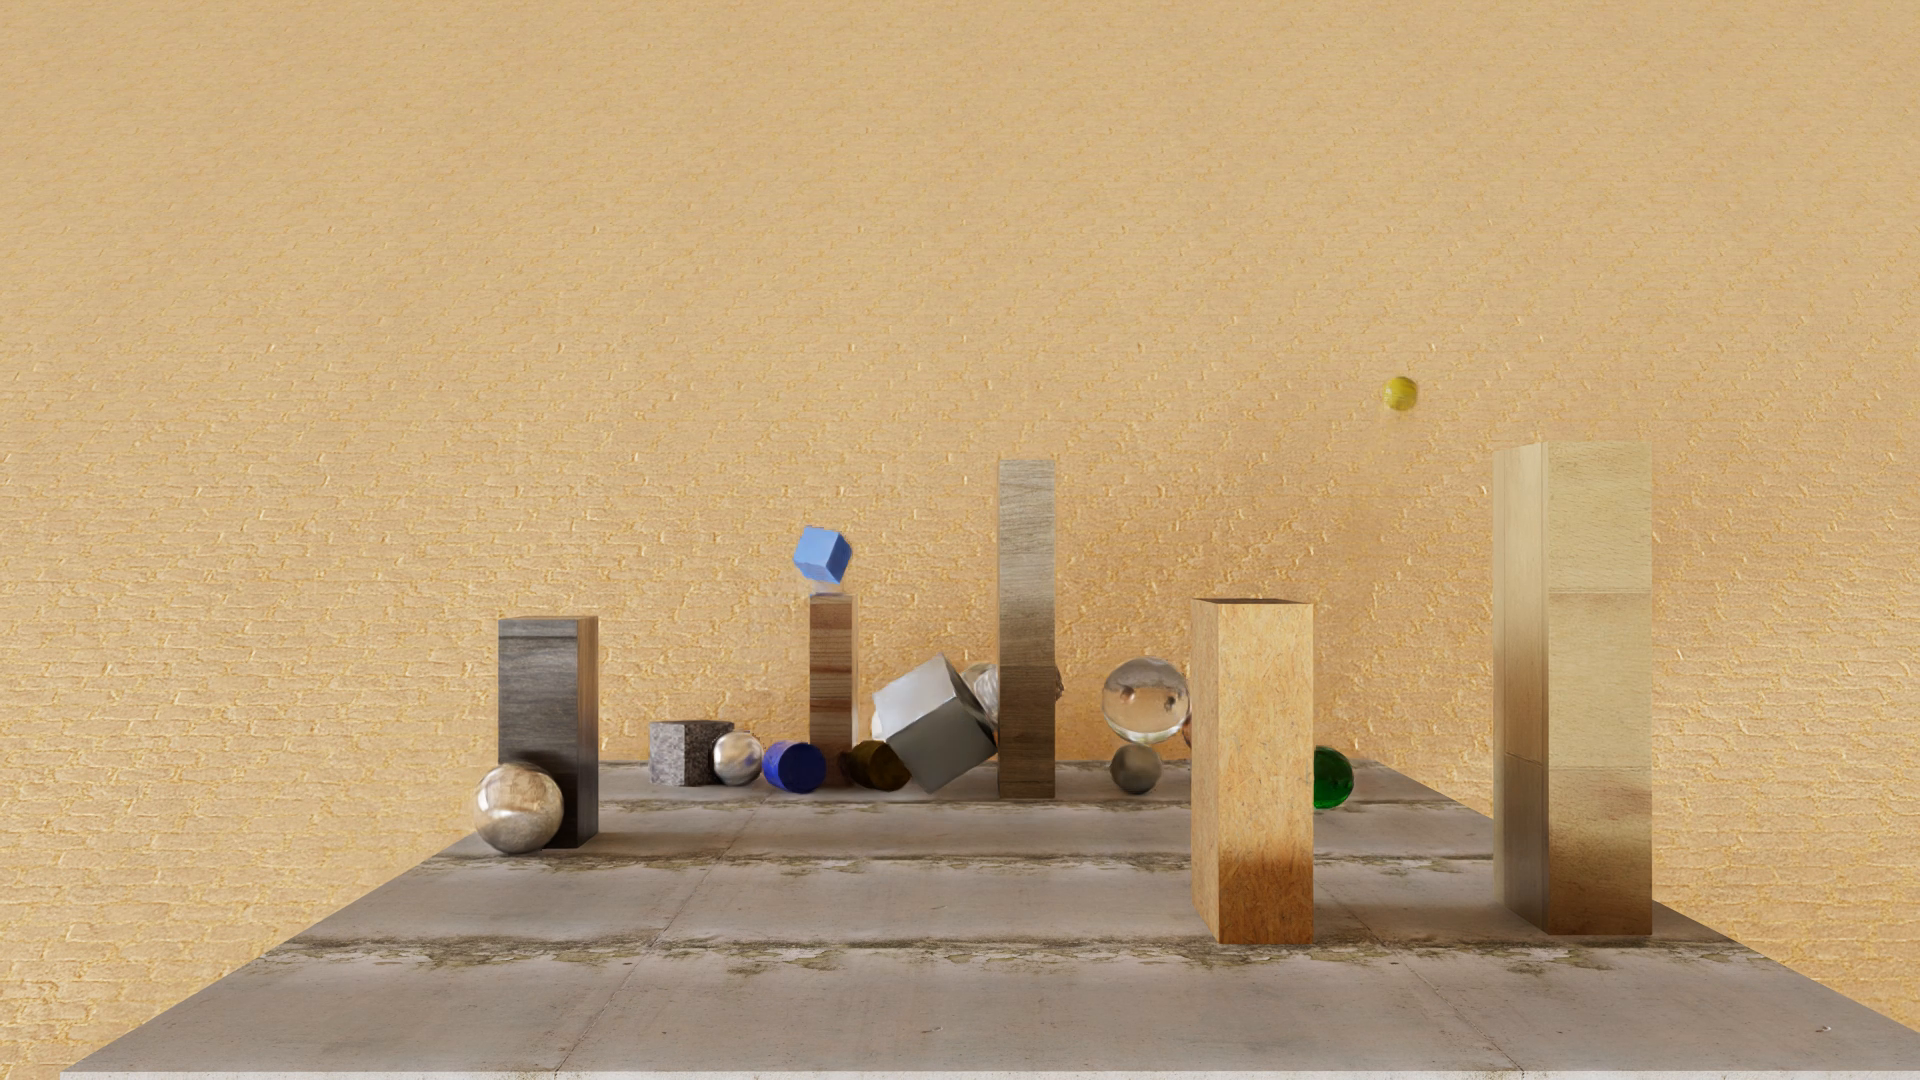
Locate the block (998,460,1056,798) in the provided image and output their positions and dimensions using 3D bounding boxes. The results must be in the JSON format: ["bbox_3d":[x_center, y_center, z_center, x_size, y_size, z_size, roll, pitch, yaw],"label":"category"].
[{"bbox_3d":[0.146,0.195,5.825,0.120,0.737,0.390,0,0,0],"label":"block"}]

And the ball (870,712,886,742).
[{"bbox_3d":[-0.149,0.485,6.700,0.164,0.164,0.164,0,31,0],"label":"ball"}]

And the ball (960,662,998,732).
[{"bbox_3d":[0.065,0.421,6.906,0.187,0.187,0.187,0,31,0],"label":"ball"}]

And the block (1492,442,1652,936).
[{"bbox_3d":[0.896,0.208,3.813,0.144,0.691,0.377,0,0,0],"label":"block"}]

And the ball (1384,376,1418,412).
[{"bbox_3d":[1.448,-0.479,8.496,0.115,0.115,0.115,0,31,0],"label":"ball"}]

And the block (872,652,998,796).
[{"bbox_3d":[-0.054,0.401,5.660,0.182,0.182,0.182,-32,30,7],"label":"block"}]

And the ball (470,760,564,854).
[{"bbox_3d":[-0.786,0.475,4.600,0.165,0.165,0.165,0,31,0],"label":"ball"}]

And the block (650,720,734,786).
[{"bbox_3d":[-0.623,0.494,6.008,0.141,0.141,0.141,0,0,-42],"label":"block"}]

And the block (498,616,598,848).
[{"bbox_3d":[-0.764,0.352,4.820,0.143,0.415,0.274,0,0,0],"label":"block"}]

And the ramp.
[{"bbox_3d":[0.068,0.608,4.676,2.000,0.100,4.000,0,0,0],"label":"ramp"}]

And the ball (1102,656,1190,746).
[{"bbox_3d":[0.415,0.360,5.784,0.198,0.198,0.198,0,31,0],"label":"ball"}]

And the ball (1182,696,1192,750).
[{"bbox_3d":[0.661,0.466,6.578,0.199,0.199,0.199,0,31,0],"label":"ball"}]

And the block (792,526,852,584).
[{"bbox_3d":[-0.401,0.045,7.549,0.112,0.112,0.112,10,66,26],"label":"block"}]

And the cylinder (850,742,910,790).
[{"bbox_3d":[-0.179,0.509,5.839,0.109,0.109,0.109,-14,2,-23],"label":"cylinder"}]

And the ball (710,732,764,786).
[{"bbox_3d":[-0.510,0.501,5.923,0.126,0.126,0.126,0,31,0],"label":"ball"}]

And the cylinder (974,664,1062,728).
[{"bbox_3d":[0.150,0.382,6.681,0.164,0.164,0.164,32,38,-30],"label":"cylinder"}]

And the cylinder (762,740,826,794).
[{"bbox_3d":[-0.371,0.507,5.794,0.113,0.113,0.113,-13,5,-21],"label":"cylinder"}]

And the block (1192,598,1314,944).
[{"bbox_3d":[0.419,0.321,3.755,0.129,0.465,0.418,0,0,0],"label":"block"}]

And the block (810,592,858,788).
[{"bbox_3d":[-0.293,0.346,6.066,0.096,0.437,0.397,0,0,0],"label":"block"}]

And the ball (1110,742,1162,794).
[{"bbox_3d":[0.390,0.505,5.732,0.114,0.114,0.114,0,31,0],"label":"ball"}]

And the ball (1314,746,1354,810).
[{"bbox_3d":[0.758,0.496,5.400,0.130,0.130,0.130,0,31,0],"label":"ball"}]
